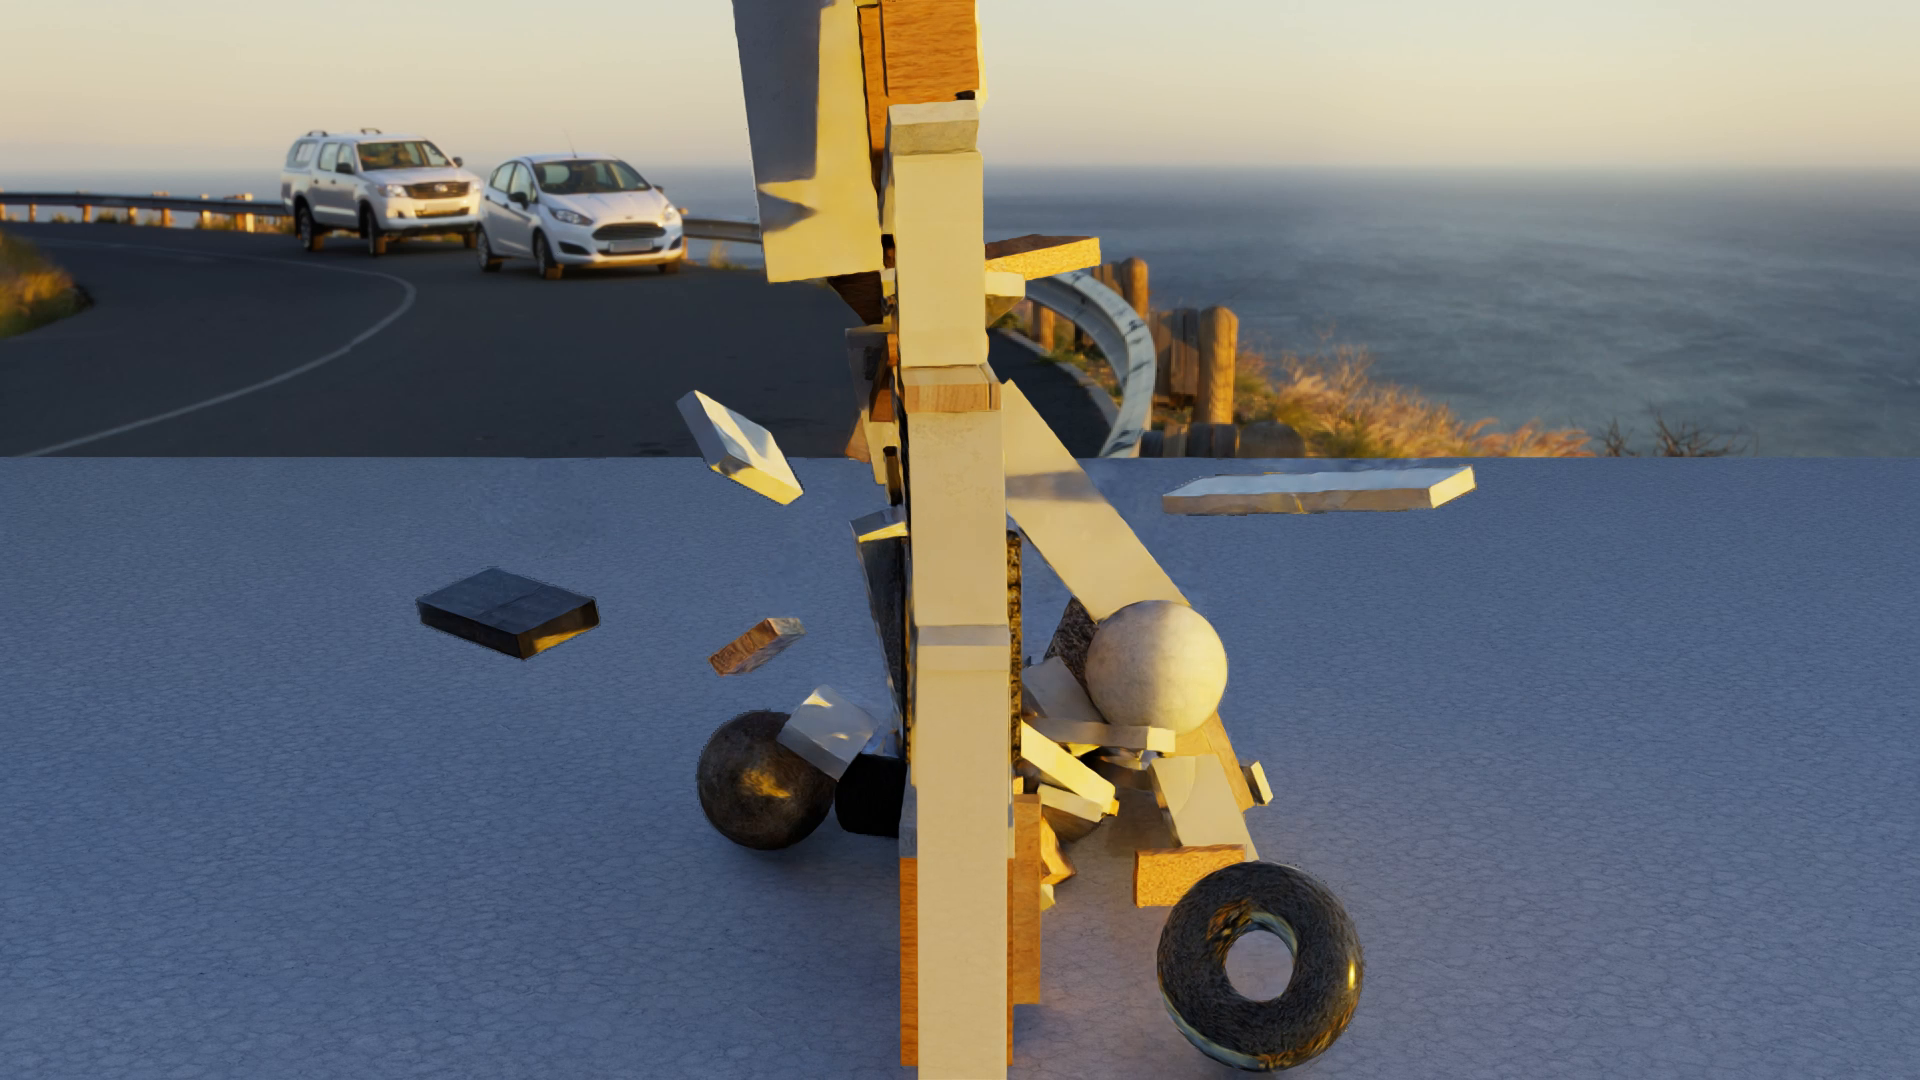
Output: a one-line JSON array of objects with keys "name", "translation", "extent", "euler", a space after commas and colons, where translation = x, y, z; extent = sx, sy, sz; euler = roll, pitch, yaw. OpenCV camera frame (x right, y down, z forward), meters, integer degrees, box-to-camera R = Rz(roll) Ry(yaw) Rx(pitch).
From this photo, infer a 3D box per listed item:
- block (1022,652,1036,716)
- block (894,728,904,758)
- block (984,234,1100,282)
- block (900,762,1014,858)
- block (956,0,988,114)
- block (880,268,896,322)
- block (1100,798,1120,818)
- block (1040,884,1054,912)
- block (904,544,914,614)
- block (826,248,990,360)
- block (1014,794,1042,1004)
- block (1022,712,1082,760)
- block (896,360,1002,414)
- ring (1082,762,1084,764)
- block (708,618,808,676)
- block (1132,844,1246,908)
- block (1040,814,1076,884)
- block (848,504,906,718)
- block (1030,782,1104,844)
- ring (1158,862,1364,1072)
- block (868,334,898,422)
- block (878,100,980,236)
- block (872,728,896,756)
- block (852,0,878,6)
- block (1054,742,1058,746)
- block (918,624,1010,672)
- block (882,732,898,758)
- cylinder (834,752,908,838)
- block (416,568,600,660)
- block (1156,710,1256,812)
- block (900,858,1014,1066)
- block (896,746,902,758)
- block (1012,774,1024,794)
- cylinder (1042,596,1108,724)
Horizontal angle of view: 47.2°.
[{"name": "block", "translation": [0.098, 0.251, 3.969], "extent": [0.077, 0.155, 0.022], "euler": [18, 55, 26]}, {"name": "block", "translation": [-0.023, 0.438, 4.032], "extent": [0.124, 0.035, 0.248], "euler": [-5, 44, -20]}, {"name": "block", "translation": [0.062, -0.439, 3.486], "extent": [0.307, 0.043, 0.153], "euler": [-18, 19, -41]}, {"name": "block", "translation": [-0.002, 0.372, 3.056], "extent": [0.152, 0.043, 0.304], "euler": [0, 11, 1]}, {"name": "block", "translation": [-0.062, -0.774, 3.172], "extent": [0.169, 0.338, 0.048], "euler": [11, 50, 17]}, {"name": "block", "translation": [-0.083, -0.363, 3.240], "extent": [0.065, 0.018, 0.131], "euler": [-10, -21, -4]}, {"name": "block", "translation": [0.250, 0.501, 4.105], "extent": [0.056, 0.016, 0.112], "euler": [5, 12, 27]}, {"name": "block", "translation": [0.104, 0.520, 3.654], "extent": [0.032, 0.114, 0.229], "euler": [-35, 14, 9]}, {"name": "block", "translation": [-0.010, 0.051, 3.077], "extent": [0.134, 0.038, 0.267], "euler": [-1, 12, -2]}, {"name": "block", "translation": [-0.076, -0.352, 3.365], "extent": [0.140, 0.040, 0.280], "euler": [-4, -26, 25]}, {"name": "block", "translation": [0.040, 0.522, 3.204], "extent": [0.152, 0.304, 0.043], "euler": [1, 11, 5]}, {"name": "block", "translation": [0.169, 0.365, 4.119], "extent": [0.077, 0.022, 0.155], "euler": [19, -17, 30]}, {"name": "block", "translation": [-0.017, -0.206, 2.917], "extent": [0.123, 0.035, 0.246], "euler": [-2, 12, -3]}, {"name": "ring", "translation": [0.118, 0.454, 4.158], "extent": [0.264, 0.088, 0.264], "euler": [3, 10, -1]}, {"name": "block", "translation": [-0.367, 0.193, 4.025], "extent": [0.129, 0.036, 0.257], "euler": [-34, -6, 5]}, {"name": "block", "translation": [0.377, 0.552, 3.620], "extent": [0.182, 0.091, 0.026], "euler": [-2, 16, -11]}, {"name": "block", "translation": [0.129, 0.503, 3.592], "extent": [0.032, 0.114, 0.229], "euler": [-31, -14, 7]}, {"name": "block", "translation": [-0.047, 0.100, 3.414], "extent": [0.177, 0.354, 0.050], "euler": [-19, 34, -10]}, {"name": "block", "translation": [0.166, 0.467, 3.754], "extent": [0.114, 0.032, 0.229], "euler": [19, -18, -2]}, {"name": "ring", "translation": [0.406, 0.578, 2.984], "extent": [0.283, 0.283, 0.094], "euler": [4, -12, 20]}, {"name": "block", "translation": [-0.061, -0.240, 3.288], "extent": [0.123, 0.035, 0.247], "euler": [-2, -19, -10]}, {"name": "block", "translation": [-0.044, -0.500, 2.965], "extent": [0.117, 0.033, 0.233], "euler": [-6, -29, -9]}, {"name": "block", "translation": [-0.090, 0.426, 4.450], "extent": [0.132, 0.037, 0.524], "euler": [2, 11, 12]}, {"name": "block", "translation": [-0.070, -0.800, 2.885], "extent": [0.121, 0.034, 0.242], "euler": [-5, -29, -13]}, {"name": "block", "translation": [0.148, 0.397, 3.958], "extent": [0.077, 0.155, 0.022], "euler": [-10, 41, 19]}, {"name": "block", "translation": [0.005, 0.128, 2.886], "extent": [0.117, 0.033, 0.233], "euler": [0, 11, 0]}, {"name": "block", "translation": [-0.093, 0.430, 4.209], "extent": [0.113, 0.032, 0.227], "euler": [10, 14, -2]}, {"name": "cylinder", "translation": [-0.126, 0.457, 3.915], "extent": [0.141, 0.141, 0.141], "euler": [11, 3, -31]}, {"name": "block", "translation": [-0.645, 0.102, 3.130], "extent": [0.131, 0.037, 0.262], "euler": [-27, 27, -38]}, {"name": "block", "translation": [0.428, 0.390, 3.985], "extent": [0.125, 0.249, 0.035], "euler": [-23, 2, -15]}, {"name": "block", "translation": [-0.004, 0.562, 2.987], "extent": [0.152, 0.304, 0.043], "euler": [0, 11, 0]}, {"name": "block", "translation": [-0.048, 0.437, 4.086], "extent": [0.113, 0.032, 0.227], "euler": [1, 40, -13]}, {"name": "block", "translation": [0.035, 0.493, 3.480], "extent": [0.130, 0.260, 0.037], "euler": [8, 13, 37]}, {"name": "cylinder", "translation": [0.298, 0.217, 4.132], "extent": [0.253, 0.253, 0.253], "euler": [25, -4, 2]}]
